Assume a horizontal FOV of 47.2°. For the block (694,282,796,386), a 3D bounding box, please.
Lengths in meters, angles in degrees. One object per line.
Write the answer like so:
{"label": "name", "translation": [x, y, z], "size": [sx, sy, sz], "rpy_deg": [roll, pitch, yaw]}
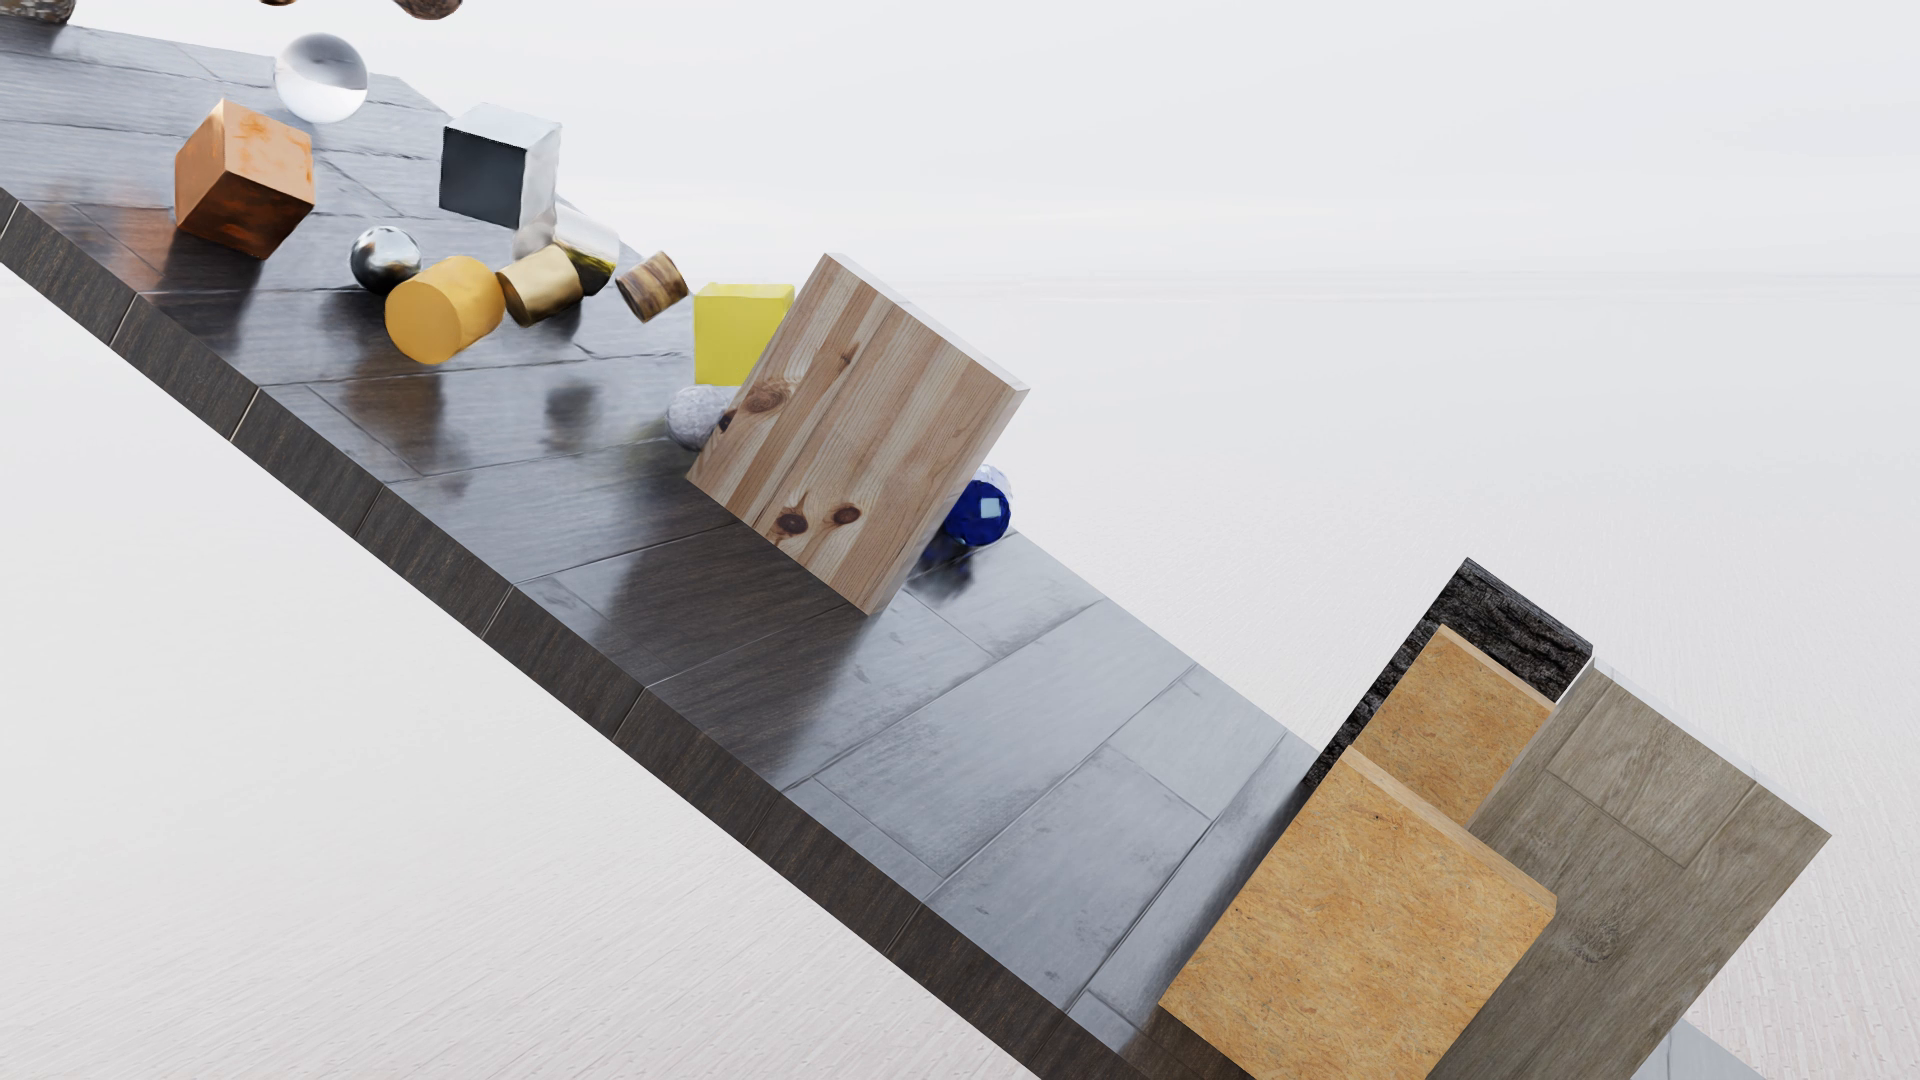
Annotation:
{"label": "block", "translation": [-0.434, -0.417, 4.453], "size": [0.179, 0.179, 0.179], "rpy_deg": [2, 15, 3]}

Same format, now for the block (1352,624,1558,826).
{"label": "block", "translation": [0.901, 0.471, 4.132], "size": [0.359, 0.508, 0.097], "rpy_deg": [36, 15, 10]}

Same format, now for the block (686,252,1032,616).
{"label": "block", "translation": [-0.189, -0.192, 3.974], "size": [0.430, 0.493, 0.095], "rpy_deg": [36, 15, 10]}

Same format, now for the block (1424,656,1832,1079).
{"label": "block", "translation": [0.934, 0.597, 3.400], "size": [0.414, 0.727, 0.108], "rpy_deg": [36, 15, 10]}

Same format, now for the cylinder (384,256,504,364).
{"label": "cylinder", "translation": [-0.883, -0.396, 3.772], "size": [0.148, 0.148, 0.148], "rpy_deg": [2, 25, 19]}

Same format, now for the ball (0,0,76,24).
{"label": "ball", "translation": [-1.797, -1.059, 4.230], "size": [0.184, 0.184, 0.184], "rpy_deg": [0, 7, 0]}

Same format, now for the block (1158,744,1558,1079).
{"label": "block", "translation": [0.570, 0.593, 3.175], "size": [0.360, 0.461, 0.098], "rpy_deg": [36, 15, 10]}

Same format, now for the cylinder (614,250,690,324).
{"label": "cylinder", "translation": [-0.614, -0.505, 4.382], "size": [0.106, 0.106, 0.106], "rpy_deg": [-35, 17, -13]}

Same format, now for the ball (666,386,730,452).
{"label": "ball", "translation": [-0.485, -0.226, 4.102], "size": [0.125, 0.125, 0.125], "rpy_deg": [0, 7, 0]}

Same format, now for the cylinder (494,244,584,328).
{"label": "cylinder", "translation": [-0.732, -0.441, 3.826], "size": [0.110, 0.110, 0.110], "rpy_deg": [-32, 20, -23]}

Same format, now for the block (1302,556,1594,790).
{"label": "block", "translation": [1.013, 0.362, 4.584], "size": [0.314, 0.568, 0.142], "rpy_deg": [36, 15, 10]}

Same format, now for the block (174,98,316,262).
{"label": "block", "translation": [-1.203, -0.604, 3.698], "size": [0.162, 0.162, 0.162], "rpy_deg": [20, -45, -42]}

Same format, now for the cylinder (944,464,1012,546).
{"label": "cylinder", "translation": [0.038, -0.076, 4.739], "size": [0.146, 0.146, 0.146], "rpy_deg": [0, 17, 3]}

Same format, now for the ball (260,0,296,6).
{"label": "ball", "translation": [-1.317, -1.089, 4.236], "size": [0.120, 0.120, 0.120], "rpy_deg": [0, 7, 0]}

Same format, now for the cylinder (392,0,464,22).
{"label": "cylinder", "translation": [-1.017, -1.068, 4.105], "size": [0.153, 0.153, 0.153], "rpy_deg": [-6, 34, -42]}

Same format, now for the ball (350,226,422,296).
{"label": "ball", "translation": [-1.021, -0.497, 3.911], "size": [0.124, 0.124, 0.124], "rpy_deg": [0, 7, 0]}

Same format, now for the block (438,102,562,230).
{"label": "block", "translation": [-0.903, -0.736, 4.322], "size": [0.171, 0.171, 0.171], "rpy_deg": [17, 30, 7]}

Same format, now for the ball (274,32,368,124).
{"label": "ball", "translation": [-1.331, -0.962, 4.583], "size": [0.190, 0.190, 0.190], "rpy_deg": [0, 7, 0]}

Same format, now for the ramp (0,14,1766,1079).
{"label": "ramp", "translation": [-0.111, 0.190, 4.092], "size": [4.000, 0.100, 2.000], "rpy_deg": [36, 15, 10]}

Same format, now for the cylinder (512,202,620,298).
{"label": "cylinder", "translation": [-0.824, -0.609, 4.593], "size": [0.160, 0.160, 0.160], "rpy_deg": [20, -8, -41]}
